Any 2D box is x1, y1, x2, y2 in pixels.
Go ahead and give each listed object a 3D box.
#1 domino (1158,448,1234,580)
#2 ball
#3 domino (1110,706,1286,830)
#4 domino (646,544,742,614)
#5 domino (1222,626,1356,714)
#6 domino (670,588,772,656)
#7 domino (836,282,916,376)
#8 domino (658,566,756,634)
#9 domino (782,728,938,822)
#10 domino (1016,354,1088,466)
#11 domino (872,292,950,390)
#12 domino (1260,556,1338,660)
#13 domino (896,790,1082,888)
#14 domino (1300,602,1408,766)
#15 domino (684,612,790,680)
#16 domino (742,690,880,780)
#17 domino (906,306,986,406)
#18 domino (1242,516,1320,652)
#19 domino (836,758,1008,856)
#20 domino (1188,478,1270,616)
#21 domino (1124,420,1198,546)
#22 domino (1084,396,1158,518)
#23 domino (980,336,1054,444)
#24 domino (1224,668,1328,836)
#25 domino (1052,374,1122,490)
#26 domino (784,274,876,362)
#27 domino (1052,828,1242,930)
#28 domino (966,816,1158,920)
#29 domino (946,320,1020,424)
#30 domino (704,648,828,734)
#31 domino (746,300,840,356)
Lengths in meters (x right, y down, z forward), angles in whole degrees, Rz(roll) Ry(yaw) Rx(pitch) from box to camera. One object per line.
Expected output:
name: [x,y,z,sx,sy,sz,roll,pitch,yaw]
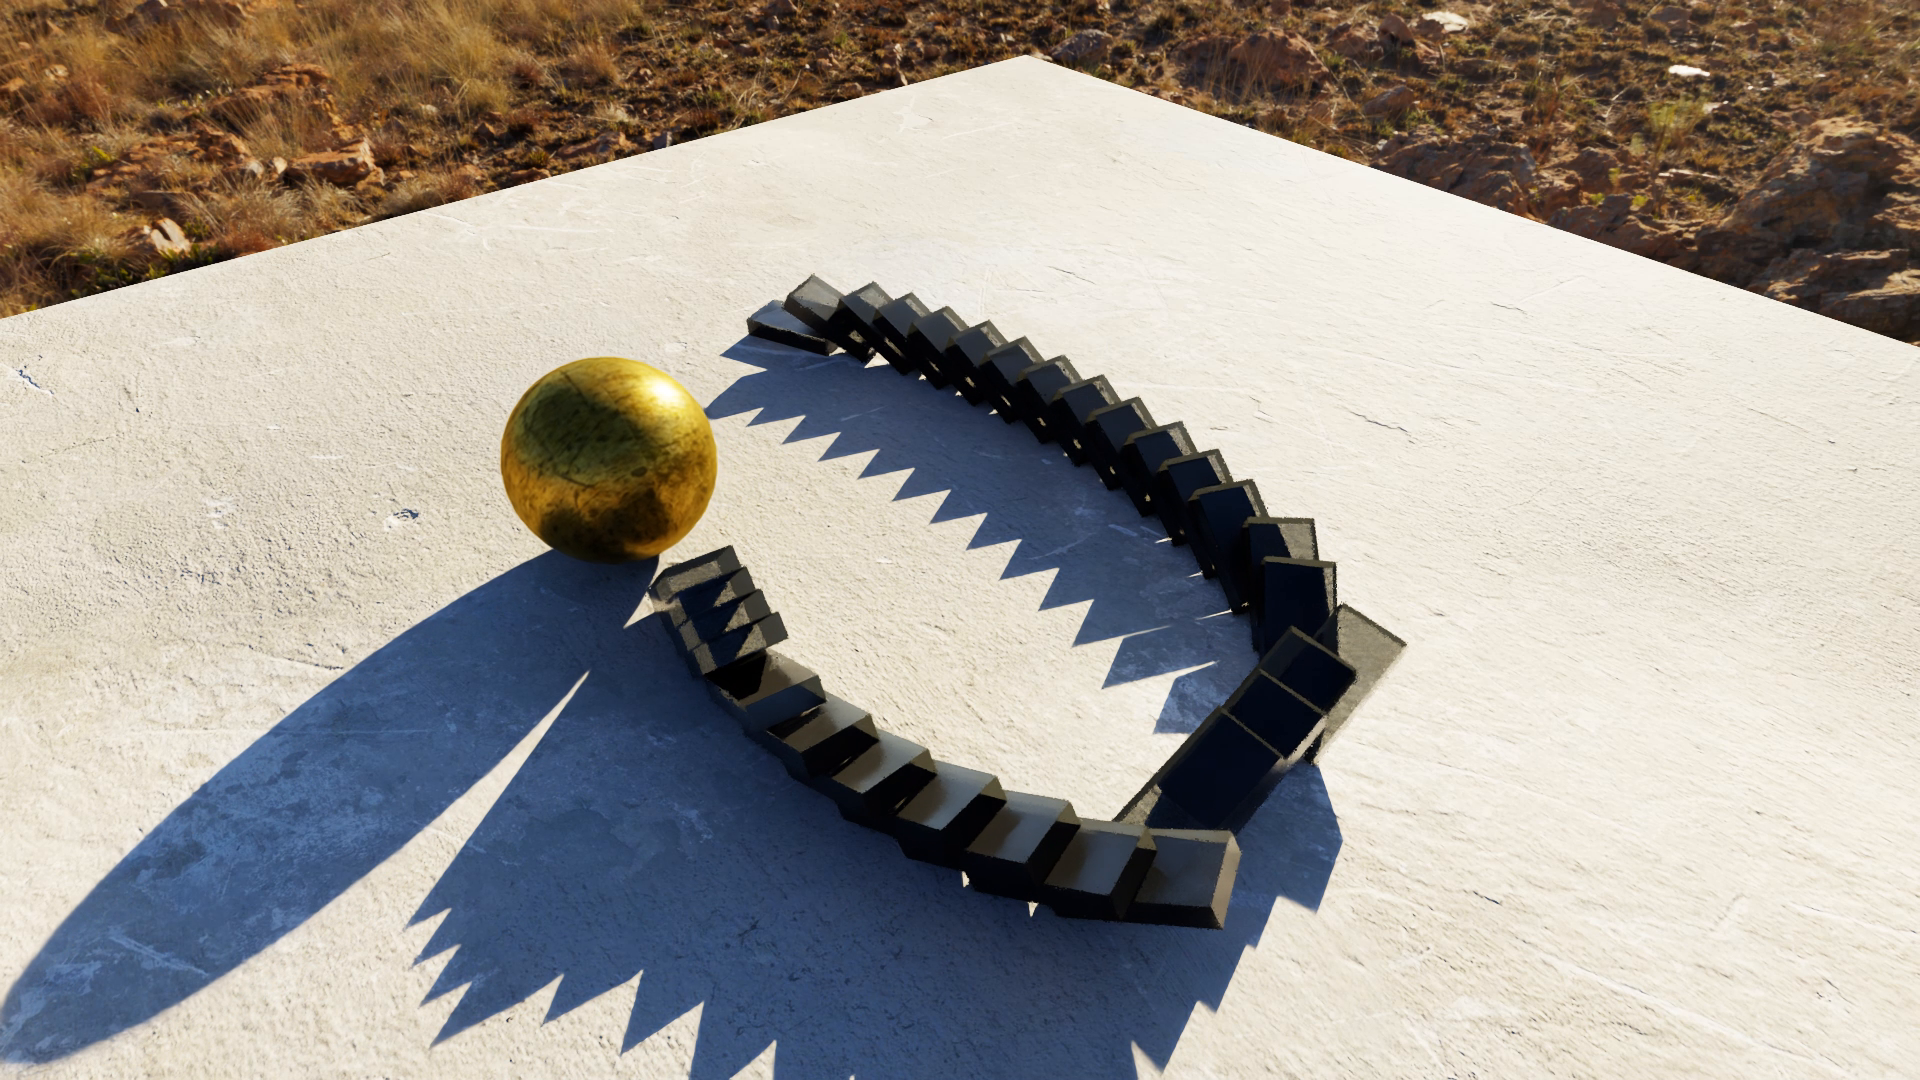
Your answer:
domino: [0.101,-0.011,0.441,0.025,0.009,0.050,-13,67,-15]
ball: [-0.134,-0.030,0.425,0.080,0.080,0.080,0,39,0]
domino: [0.072,0.077,0.332,0.050,0.010,0.025,-45,52,-8]
domino: [-0.097,0.015,0.399,0.025,0.050,0.010,-22,88,-25]
domino: [0.103,0.055,0.358,0.025,0.009,0.050,37,79,31]
domino: [-0.084,0.029,0.382,0.025,0.050,0.009,-22,88,-25]
domino: [-0.037,-0.108,0.560,0.050,0.009,0.025,45,53,12]
domino: [-0.091,0.022,0.391,0.025,0.050,0.009,-22,88,-25]
domino: [-0.032,0.069,0.342,0.025,0.010,0.050,-30,22,-31]
domino: [0.050,-0.060,0.500,0.025,0.010,0.050,-24,70,-26]
domino: [-0.018,-0.100,0.549,0.025,0.009,0.050,-35,75,-35]
domino: [0.119,0.031,0.388,0.025,0.010,0.050,5,66,6]
domino: [0.007,0.085,0.323,0.050,0.009,0.025,-2,31,42]
domino: [0.123,0.048,0.366,0.025,0.009,0.050,37,79,30]
domino: [-0.077,0.036,0.373,0.025,0.050,0.010,-22,88,-25]
domino: [-0.050,0.060,0.354,0.025,0.010,0.050,-26,21,-28]
domino: [0.000,-0.091,0.538,0.025,0.010,0.050,-33,74,-34]
domino: [0.120,0.016,0.407,0.025,0.010,0.050,1,66,0]
domino: [-0.013,0.078,0.332,0.050,0.009,0.025,2,31,47]
domino: [0.110,0.002,0.424,0.025,0.010,0.050,-11,66,-13]
domino: [0.091,-0.024,0.456,0.025,0.010,0.050,-15,67,-18]
domino: [0.077,-0.036,0.472,0.025,0.010,0.050,-20,69,-22]
domino: [0.034,-0.070,0.513,0.025,0.010,0.050,-27,72,-29]
domino: [0.089,0.067,0.344,0.050,0.009,0.025,-47,55,-9]
domino: [0.065,-0.048,0.486,0.025,0.009,0.050,-21,69,-24]
domino: [-0.063,-0.114,0.566,0.050,0.010,0.025,34,47,2]
domino: [0.051,0.095,0.311,0.050,0.009,0.025,-9,33,34]
domino: [0.028,0.091,0.315,0.050,0.010,0.025,-3,32,40]
domino: [0.018,-0.081,0.526,0.025,0.010,0.050,-29,72,-30]
domino: [-0.066,0.049,0.365,0.025,0.010,0.050,-22,15,-24]
domino: [-0.084,-0.112,0.581,0.050,0.010,0.025,18,43,21]
